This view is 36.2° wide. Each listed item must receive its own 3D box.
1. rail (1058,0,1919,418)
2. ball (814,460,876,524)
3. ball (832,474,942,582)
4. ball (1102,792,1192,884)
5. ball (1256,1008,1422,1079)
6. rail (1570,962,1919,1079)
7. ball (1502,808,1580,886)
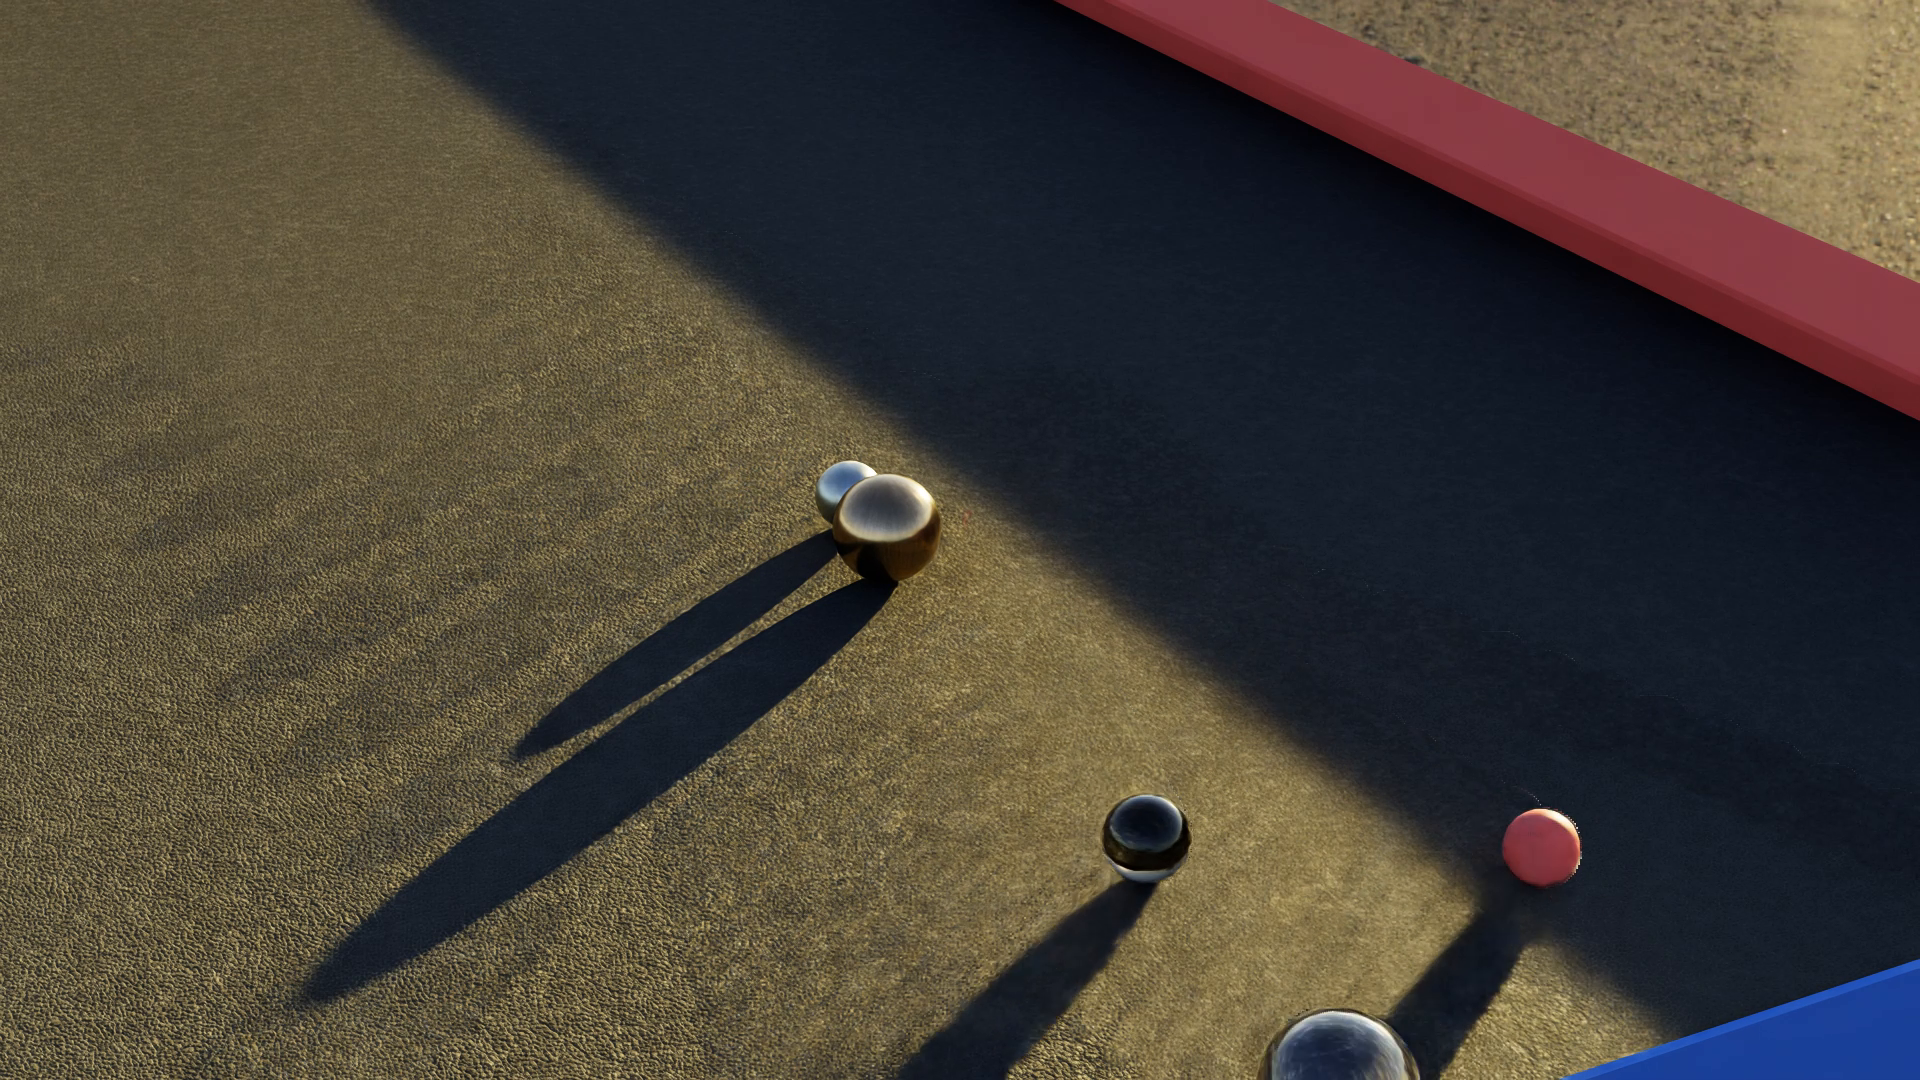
[{"bbox_3d":[0.341,-0.488,3.068,0.045,0.109,3.245,-12,28,-24],"label":"rail"},{"bbox_3d":[-0.082,-0.033,2.174,0.051,0.051,0.051,0,25,0],"label":"ball"},{"bbox_3d":[-0.052,-0.009,2.091,0.078,0.078,0.078,0,25,0],"label":"ball"},{"bbox_3d":[0.110,0.175,1.730,0.053,0.053,0.053,0,25,0],"label":"ball"},{"bbox_3d":[0.190,0.277,1.479,0.084,0.084,0.084,0,25,0],"label":"ball"},{"bbox_3d":[0.357,0.275,1.453,1.638,0.109,0.045,-12,28,-24],"label":"rail"},{"bbox_3d":[0.342,0.181,1.729,0.045,0.045,0.045,0,25,0],"label":"ball"}]
